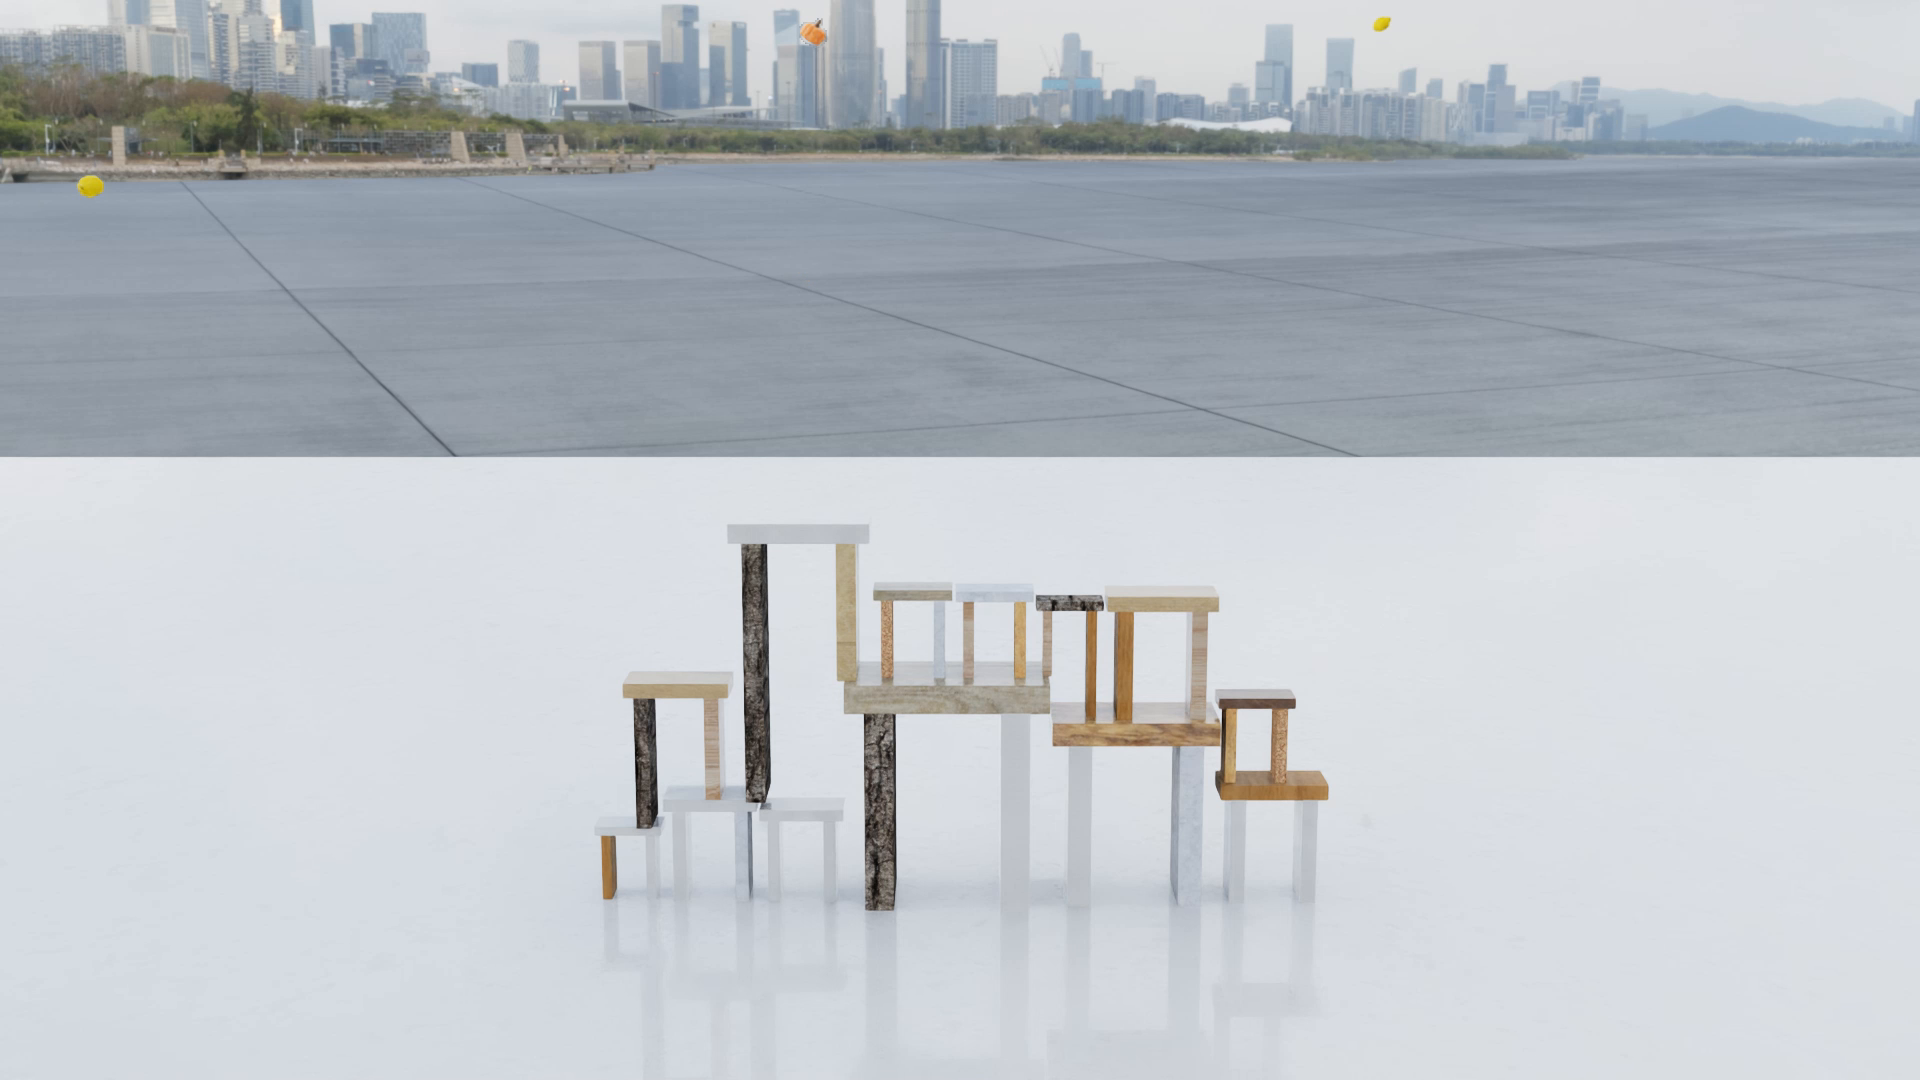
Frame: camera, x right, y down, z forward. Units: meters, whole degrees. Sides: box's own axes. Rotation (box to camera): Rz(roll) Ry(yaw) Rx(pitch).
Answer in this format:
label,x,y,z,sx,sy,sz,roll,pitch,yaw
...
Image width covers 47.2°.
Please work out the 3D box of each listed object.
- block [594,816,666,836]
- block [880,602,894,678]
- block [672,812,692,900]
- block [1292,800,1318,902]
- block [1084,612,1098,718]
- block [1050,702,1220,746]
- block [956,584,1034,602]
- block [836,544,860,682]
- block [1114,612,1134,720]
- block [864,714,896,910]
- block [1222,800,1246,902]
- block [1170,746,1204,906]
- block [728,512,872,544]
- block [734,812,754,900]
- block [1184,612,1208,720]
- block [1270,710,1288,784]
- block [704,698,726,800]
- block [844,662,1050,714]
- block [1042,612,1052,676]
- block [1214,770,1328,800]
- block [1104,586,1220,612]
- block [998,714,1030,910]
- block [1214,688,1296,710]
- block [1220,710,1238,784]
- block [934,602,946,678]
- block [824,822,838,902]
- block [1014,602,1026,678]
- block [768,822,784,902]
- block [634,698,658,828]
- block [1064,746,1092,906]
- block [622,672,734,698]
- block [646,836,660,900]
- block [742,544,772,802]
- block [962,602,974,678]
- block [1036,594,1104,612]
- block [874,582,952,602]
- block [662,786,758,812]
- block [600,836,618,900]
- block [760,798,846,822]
label,x,y,z,sx,sy,sz,roll,pitch,yaw
block,-0.547,0.474,3.648,0.110,0.016,0.055,0,11,0
block,-0.119,0.155,3.588,0.018,0.128,0.064,0,11,0
block,-0.462,0.514,3.660,0.022,0.153,0.077,0,11,0
block,0.573,0.504,3.652,0.025,0.176,0.088,0,11,0
block,0.215,0.197,3.601,0.015,0.177,0.054,0,11,0
block,0.286,0.303,3.621,0.272,0.039,0.136,0,11,0
block,0.056,0.086,3.574,0.126,0.018,0.063,0,11,0
block,-0.183,0.107,3.581,0.032,0.226,0.113,0,11,0
block,0.268,0.196,3.599,0.025,0.179,0.090,0,11,0
block,-0.131,0.427,3.640,0.047,0.331,0.166,0,11,0
block,0.456,0.504,3.652,0.025,0.176,0.088,0,11,0
block,0.376,0.455,3.649,0.039,0.272,0.136,0,11,0
block,-0.258,-0.020,3.558,0.226,0.032,0.113,0,11,0
block,-0.360,0.514,3.660,0.022,0.153,0.077,0,11,0
block,0.387,0.196,3.599,0.025,0.179,0.090,0,11,0
block,0.526,0.331,3.623,0.018,0.125,0.063,0,11,0
block,-0.404,0.333,3.625,0.024,0.171,0.086,0,11,0
block,-0.021,0.241,3.605,0.331,0.047,0.166,0,11,0
block,0.142,0.164,3.595,0.015,0.109,0.054,0,11,0
block,0.514,0.405,3.634,0.176,0.025,0.088,0,11,0
block,0.327,0.096,3.581,0.179,0.025,0.090,0,11,0
block,0.089,0.427,3.640,0.047,0.331,0.166,0,11,0
block,0.484,0.261,3.610,0.125,0.018,0.063,0,11,0
block,0.443,0.331,3.623,0.018,0.125,0.063,0,11,0
block,-0.034,0.155,3.588,0.018,0.128,0.064,0,11,0
block,-0.214,0.523,3.652,0.020,0.138,0.069,0,11,0
block,0.098,0.157,3.587,0.018,0.126,0.063,0,11,0
block,-0.306,0.523,3.652,0.020,0.138,0.069,0,11,0
block,-0.518,0.358,3.630,0.024,0.220,0.086,0,11,0
block,0.195,0.455,3.649,0.039,0.272,0.136,0,11,0
block,-0.462,0.237,3.608,0.171,0.024,0.085,0,11,0
block,-0.511,0.536,3.659,0.016,0.110,0.055,0,11,0
block,-0.333,0.207,3.600,0.032,0.429,0.113,0,11,0
block,0.014,0.157,3.587,0.018,0.126,0.063,0,11,0
block,0.178,0.103,3.583,0.109,0.015,0.054,0,11,0
block,-0.076,0.084,3.575,0.128,0.018,0.064,0,11,0
block,-0.411,0.428,3.643,0.153,0.022,0.076,0,11,0
block,-0.584,0.536,3.659,0.016,0.110,0.055,0,11,0
block,-0.260,0.446,3.638,0.138,0.020,0.069,0,11,0
